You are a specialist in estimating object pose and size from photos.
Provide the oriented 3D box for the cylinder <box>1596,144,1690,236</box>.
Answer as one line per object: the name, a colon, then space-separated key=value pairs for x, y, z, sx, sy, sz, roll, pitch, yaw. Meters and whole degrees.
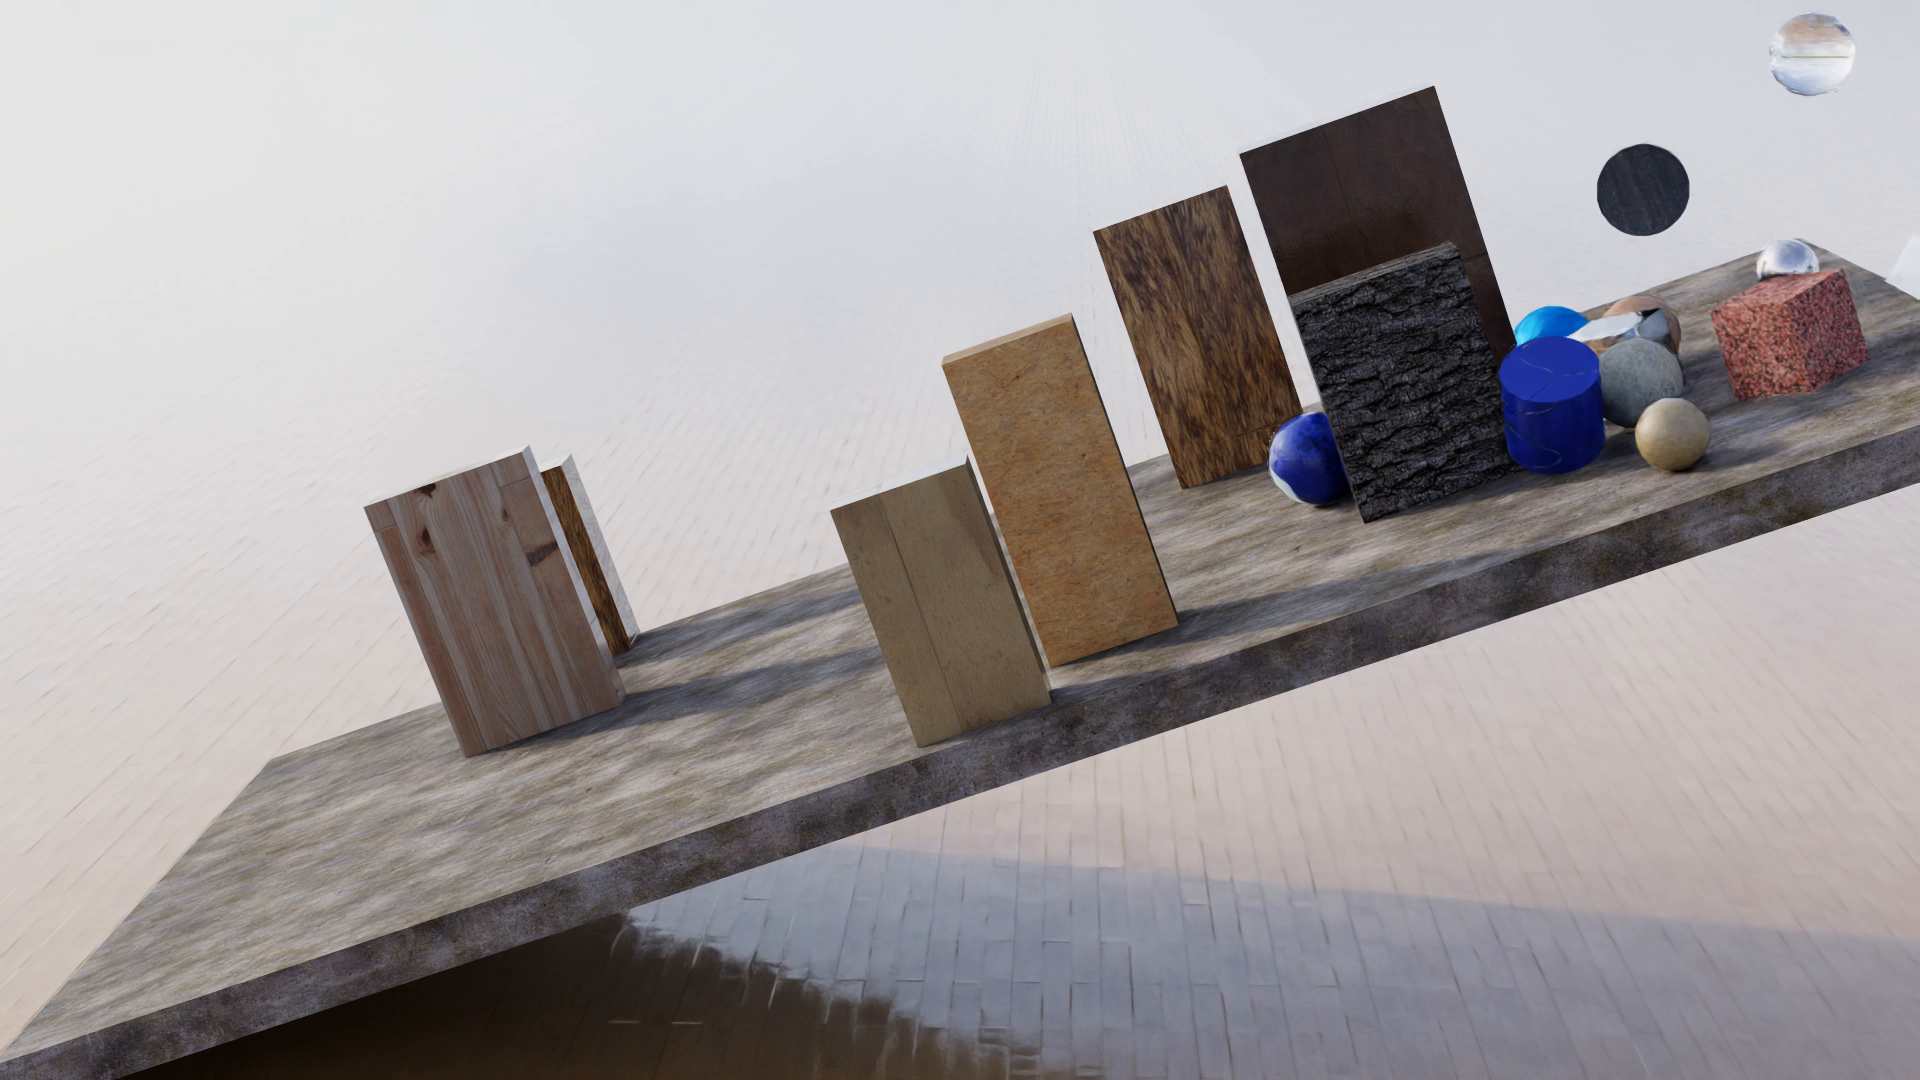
cylinder: x=1.493 y=-0.768 z=6.432 sx=0.197 sy=0.197 sz=0.197 roll=3 pitch=9 yaw=13

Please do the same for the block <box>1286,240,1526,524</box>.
block: x=0.889 y=-0.314 z=5.846 sx=0.340 sy=0.461 sz=0.140 roll=-19 pitch=11 yaw=6

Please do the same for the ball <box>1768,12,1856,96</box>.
ball: x=1.733 y=-0.988 z=5.985 sx=0.170 sy=0.170 sz=0.170 roll=0 pitch=13 yaw=0

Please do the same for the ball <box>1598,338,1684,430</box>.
ball: x=1.329 y=-0.307 z=5.776 sx=0.179 sy=0.179 sz=0.179 roll=0 pitch=13 yaw=0

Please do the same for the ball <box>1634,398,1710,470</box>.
ball: x=1.306 y=-0.194 z=5.393 sx=0.134 sy=0.134 sz=0.134 roll=0 pitch=13 yaw=0

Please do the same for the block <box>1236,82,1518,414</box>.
block: x=0.900 y=-0.538 z=6.184 sx=0.422 sy=0.737 sz=0.118 roll=-19 pitch=11 yaw=6

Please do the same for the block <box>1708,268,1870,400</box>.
block: x=1.609 y=-0.398 z=5.706 sx=0.186 sy=0.186 sz=0.186 roll=-27 pitch=13 yaw=-32

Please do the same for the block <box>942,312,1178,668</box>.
block: x=0.192 y=-0.094 z=5.593 sx=0.258 sy=0.619 sz=0.105 roll=-19 pitch=11 yaw=6

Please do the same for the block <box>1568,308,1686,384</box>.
block: x=1.347 y=-0.357 z=6.011 sx=0.168 sy=0.168 sz=0.168 roll=-9 pitch=16 yaw=45

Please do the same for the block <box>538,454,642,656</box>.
block: x=-1.043 y=0.083 z=7.250 sx=0.346 sy=0.487 sz=0.149 roll=-19 pitch=11 yaw=6

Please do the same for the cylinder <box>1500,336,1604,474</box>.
cylinder: x=1.141 y=-0.259 z=5.662 sx=0.188 sy=0.188 sz=0.188 roll=-8 pitch=44 yaw=8

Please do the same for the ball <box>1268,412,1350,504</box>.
ball: x=0.738 y=-0.169 z=6.113 sx=0.193 sy=0.193 sz=0.193 roll=0 pitch=13 yaw=0

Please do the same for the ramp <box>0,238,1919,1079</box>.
ramp: x=0.112 y=0.178 z=6.301 sx=4.000 sy=0.100 sz=2.000 roll=-19 pitch=11 yaw=6

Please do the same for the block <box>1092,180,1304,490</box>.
block: x=0.556 y=-0.466 z=6.720 sx=0.319 sy=0.629 sz=0.095 roll=-19 pitch=11 yaw=6

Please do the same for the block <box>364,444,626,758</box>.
block: x=-1.046 y=0.140 z=6.643 sx=0.382 sy=0.617 sz=0.092 roll=-19 pitch=11 yaw=6

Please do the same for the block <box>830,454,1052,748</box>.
block: x=-0.032 y=0.112 z=5.382 sx=0.260 sy=0.472 sz=0.100 roll=-19 pitch=11 yaw=6

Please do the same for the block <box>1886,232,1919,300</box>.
block: x=1.908 y=-0.519 z=5.759 sx=0.109 sy=0.109 sz=0.109 roll=14 pitch=19 yaw=-44

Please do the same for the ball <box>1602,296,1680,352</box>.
ball: x=1.433 y=-0.430 z=6.205 sx=0.172 sy=0.172 sz=0.172 roll=0 pitch=13 yaw=0

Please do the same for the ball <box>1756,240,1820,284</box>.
ball: x=1.652 y=-0.539 z=5.871 sx=0.122 sy=0.122 sz=0.122 roll=0 pitch=13 yaw=0

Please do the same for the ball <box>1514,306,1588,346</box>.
ball: x=1.279 y=-0.411 z=6.338 sx=0.188 sy=0.188 sz=0.188 roll=0 pitch=13 yaw=0
